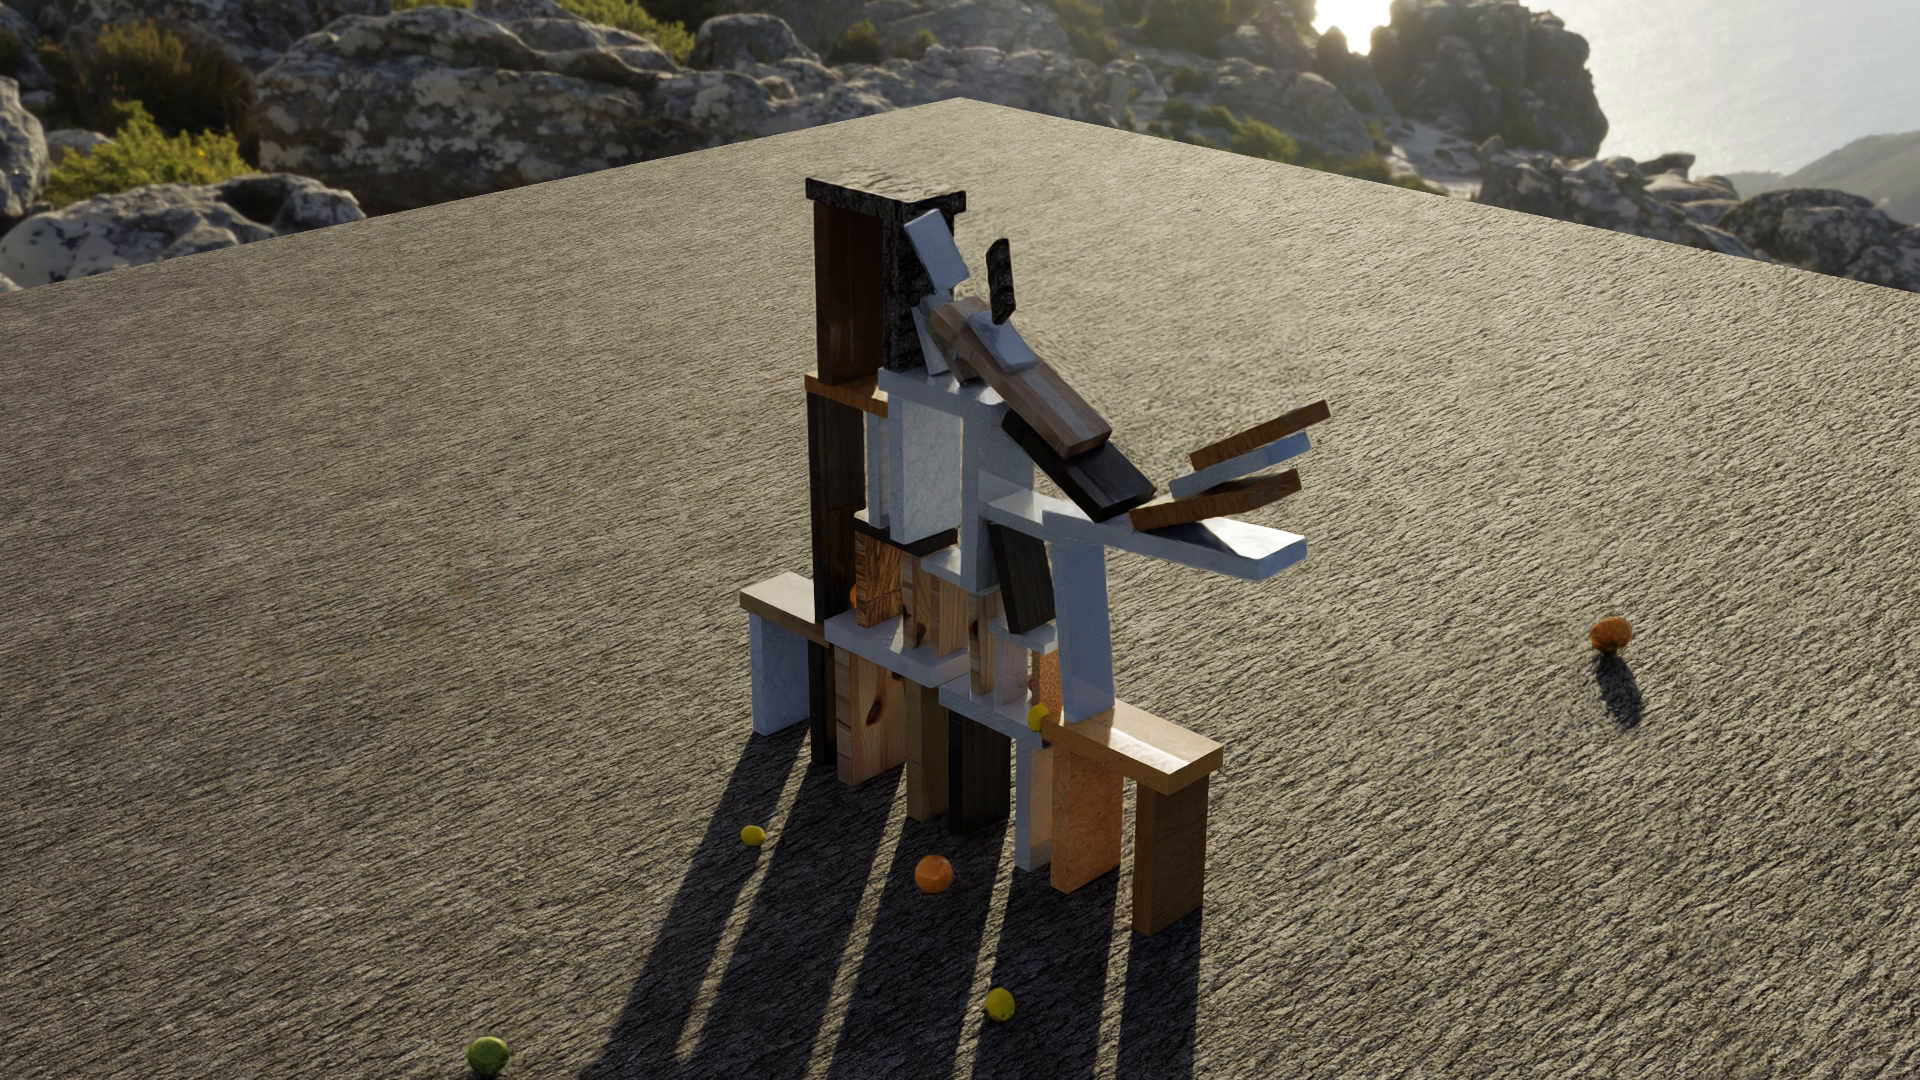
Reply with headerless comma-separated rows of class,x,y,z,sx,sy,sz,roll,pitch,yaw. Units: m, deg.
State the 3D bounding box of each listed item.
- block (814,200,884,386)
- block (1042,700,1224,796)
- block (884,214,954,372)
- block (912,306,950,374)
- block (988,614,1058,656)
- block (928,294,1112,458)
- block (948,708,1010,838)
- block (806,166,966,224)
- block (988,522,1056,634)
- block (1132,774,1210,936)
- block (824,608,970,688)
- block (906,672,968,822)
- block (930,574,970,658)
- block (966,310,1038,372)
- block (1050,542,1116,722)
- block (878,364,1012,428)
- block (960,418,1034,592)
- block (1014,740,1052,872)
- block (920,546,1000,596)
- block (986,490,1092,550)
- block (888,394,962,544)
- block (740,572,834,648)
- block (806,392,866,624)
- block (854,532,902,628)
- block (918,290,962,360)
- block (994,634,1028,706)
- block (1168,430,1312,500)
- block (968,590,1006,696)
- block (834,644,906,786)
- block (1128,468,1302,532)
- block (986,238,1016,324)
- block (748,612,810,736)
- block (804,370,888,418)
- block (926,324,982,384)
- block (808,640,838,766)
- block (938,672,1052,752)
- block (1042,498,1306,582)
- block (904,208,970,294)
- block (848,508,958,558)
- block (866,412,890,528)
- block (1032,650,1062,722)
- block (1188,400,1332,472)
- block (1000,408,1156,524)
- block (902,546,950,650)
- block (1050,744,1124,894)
block,-0.212,-0.488,4.256,0.144,0.360,0.041,-21,31,-40
block,0.315,0.370,4.044,0.154,0.044,0.308,-21,31,-41
block,-0.078,-0.470,4.118,0.041,0.288,0.144,22,32,40
block,-0.045,-0.380,4.111,0.065,0.131,0.018,-22,10,-41
block,0.132,0.174,4.148,0.073,0.021,0.146,-21,31,-40
block,0.107,-0.299,3.987,0.113,0.032,0.387,-22,59,-39
block,0.040,0.441,4.370,0.039,0.274,0.137,21,31,41
block,-0.140,-0.647,4.115,0.144,0.041,0.288,-21,30,-40
block,0.119,0.058,4.120,0.030,0.214,0.107,1,18,45
block,0.388,0.560,4.046,0.044,0.308,0.154,21,31,41
block,-0.111,0.205,4.424,0.156,0.044,0.311,-21,31,-41
block,-0.037,0.397,4.426,0.044,0.311,0.156,21,31,41
block,-0.019,0.139,4.305,0.085,0.170,0.024,-21,31,-41
block,0.077,-0.363,3.997,0.069,0.020,0.138,-13,55,-34
block,0.227,0.158,4.048,0.107,0.343,0.030,-20,23,-39
block,0.003,-0.283,4.102,0.149,0.042,0.298,-21,31,-40
block,0.071,-0.082,4.113,0.149,0.337,0.042,-21,32,-41
block,0.169,0.491,4.251,0.039,0.274,0.137,21,31,41
block,0.014,0.059,4.239,0.085,0.024,0.170,-20,31,-40
block,0.163,-0.038,4.033,0.214,0.030,0.107,21,31,40
block,-0.067,-0.154,4.233,0.149,0.298,0.042,-20,30,-39
block,-0.318,0.145,4.639,0.284,0.040,0.142,21,31,41
block,-0.247,-0.075,4.466,0.117,0.499,0.033,-20,30,-39
block,-0.162,0.067,4.432,0.029,0.204,0.102,21,31,41
block,-0.017,-0.399,4.077,0.065,0.018,0.130,-20,73,-39
block,0.099,0.237,4.213,0.021,0.146,0.073,20,30,39
block,0.467,-0.124,3.684,0.113,0.032,0.226,-22,1,-42
block,0.057,0.188,4.243,0.085,0.212,0.024,-21,27,-40
block,-0.184,0.340,4.561,0.044,0.311,0.156,21,31,40
block,0.431,-0.068,3.726,0.136,0.039,0.272,-21,7,-40
block,0.074,-0.469,3.987,0.020,0.138,0.069,0,-17,-20
block,-0.385,0.269,4.764,0.040,0.284,0.142,21,31,41
block,-0.183,-0.296,4.306,0.117,0.033,0.235,-21,31,-40
block,-0.004,-0.353,4.081,0.065,0.018,0.130,-20,73,-39
block,-0.251,0.321,4.640,0.142,0.284,0.040,-21,31,-41
block,0.104,0.322,4.249,0.274,0.039,0.137,21,31,41
block,0.366,-0.012,3.829,0.476,0.039,0.136,14,26,42
block,-0.041,-0.519,3.956,0.069,0.138,0.020,-30,19,-11
block,-0.113,-0.022,4.343,0.102,0.029,0.204,-21,31,-40
block,-0.126,-0.150,4.306,0.117,0.235,0.033,-21,30,-40
block,0.168,0.264,4.149,0.021,0.146,0.073,21,31,41
block,0.495,-0.173,3.645,0.113,0.032,0.226,-22,0,-38
block,0.211,-0.148,3.932,0.136,0.039,0.272,-20,55,-37
block,-0.066,0.104,4.343,0.102,0.204,0.029,-21,31,-40
block,0.243,0.504,4.179,0.044,0.308,0.154,21,31,41
